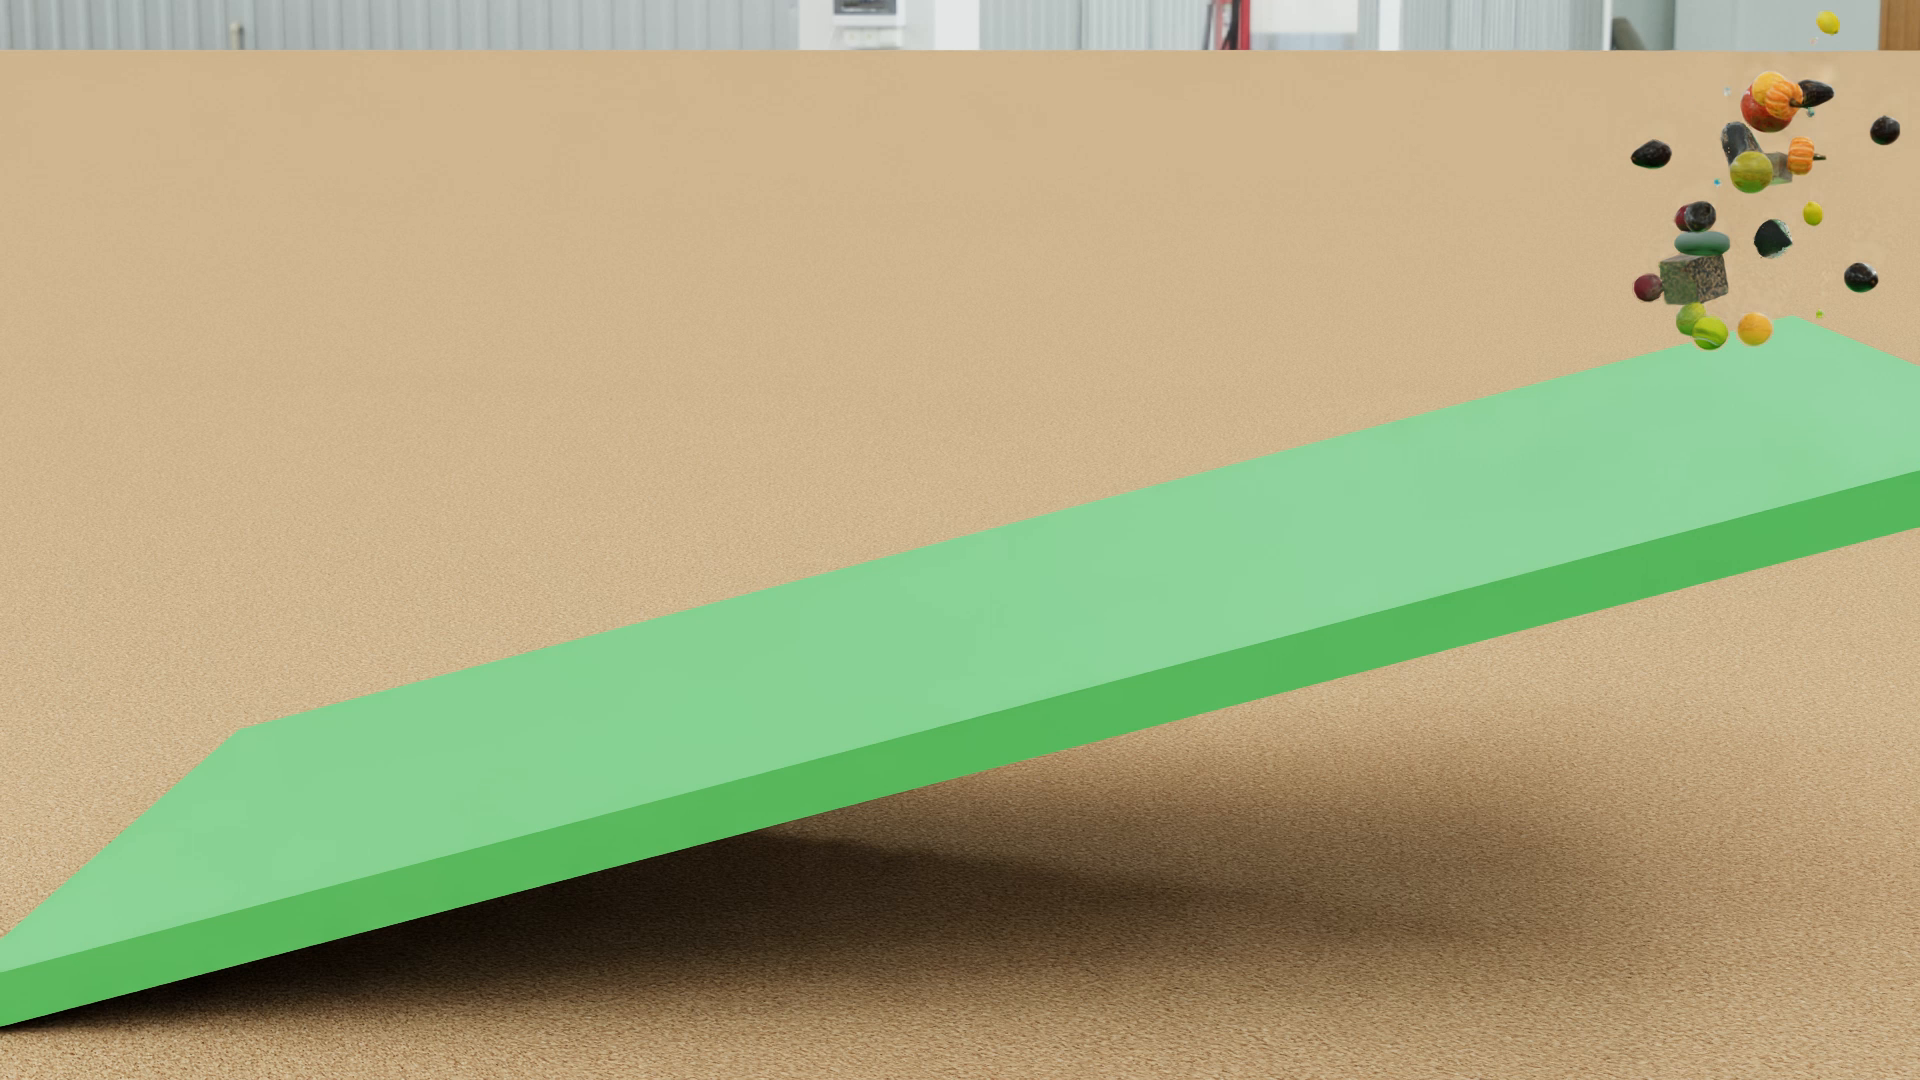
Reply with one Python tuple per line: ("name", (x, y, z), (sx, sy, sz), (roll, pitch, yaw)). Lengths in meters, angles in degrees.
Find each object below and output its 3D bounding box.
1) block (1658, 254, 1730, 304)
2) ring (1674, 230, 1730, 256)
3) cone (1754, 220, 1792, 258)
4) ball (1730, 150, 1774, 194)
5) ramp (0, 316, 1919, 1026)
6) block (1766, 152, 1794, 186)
("block", (1.557, -0.557, 6.242), (0.094, 0.094, 0.094), (-20, 14, -30))
("ring", (1.535, -0.614, 6.080), (0.114, 0.038, 0.114), (3, -4, 0))
("cone", (1.707, -0.620, 6.102), (0.083, 0.083, 0.083), (-2, 13, -13))
("ball", (1.557, -0.724, 5.785), (0.084, 0.084, 0.084), (0, 10, 0))
("ramp", (0.082, 0.190, 6.328), (4.000, 0.100, 2.000), (-15, 9, 4))
("block", (1.662, -0.757, 6.004), (0.054, 0.054, 0.054), (8, -7, -44))
